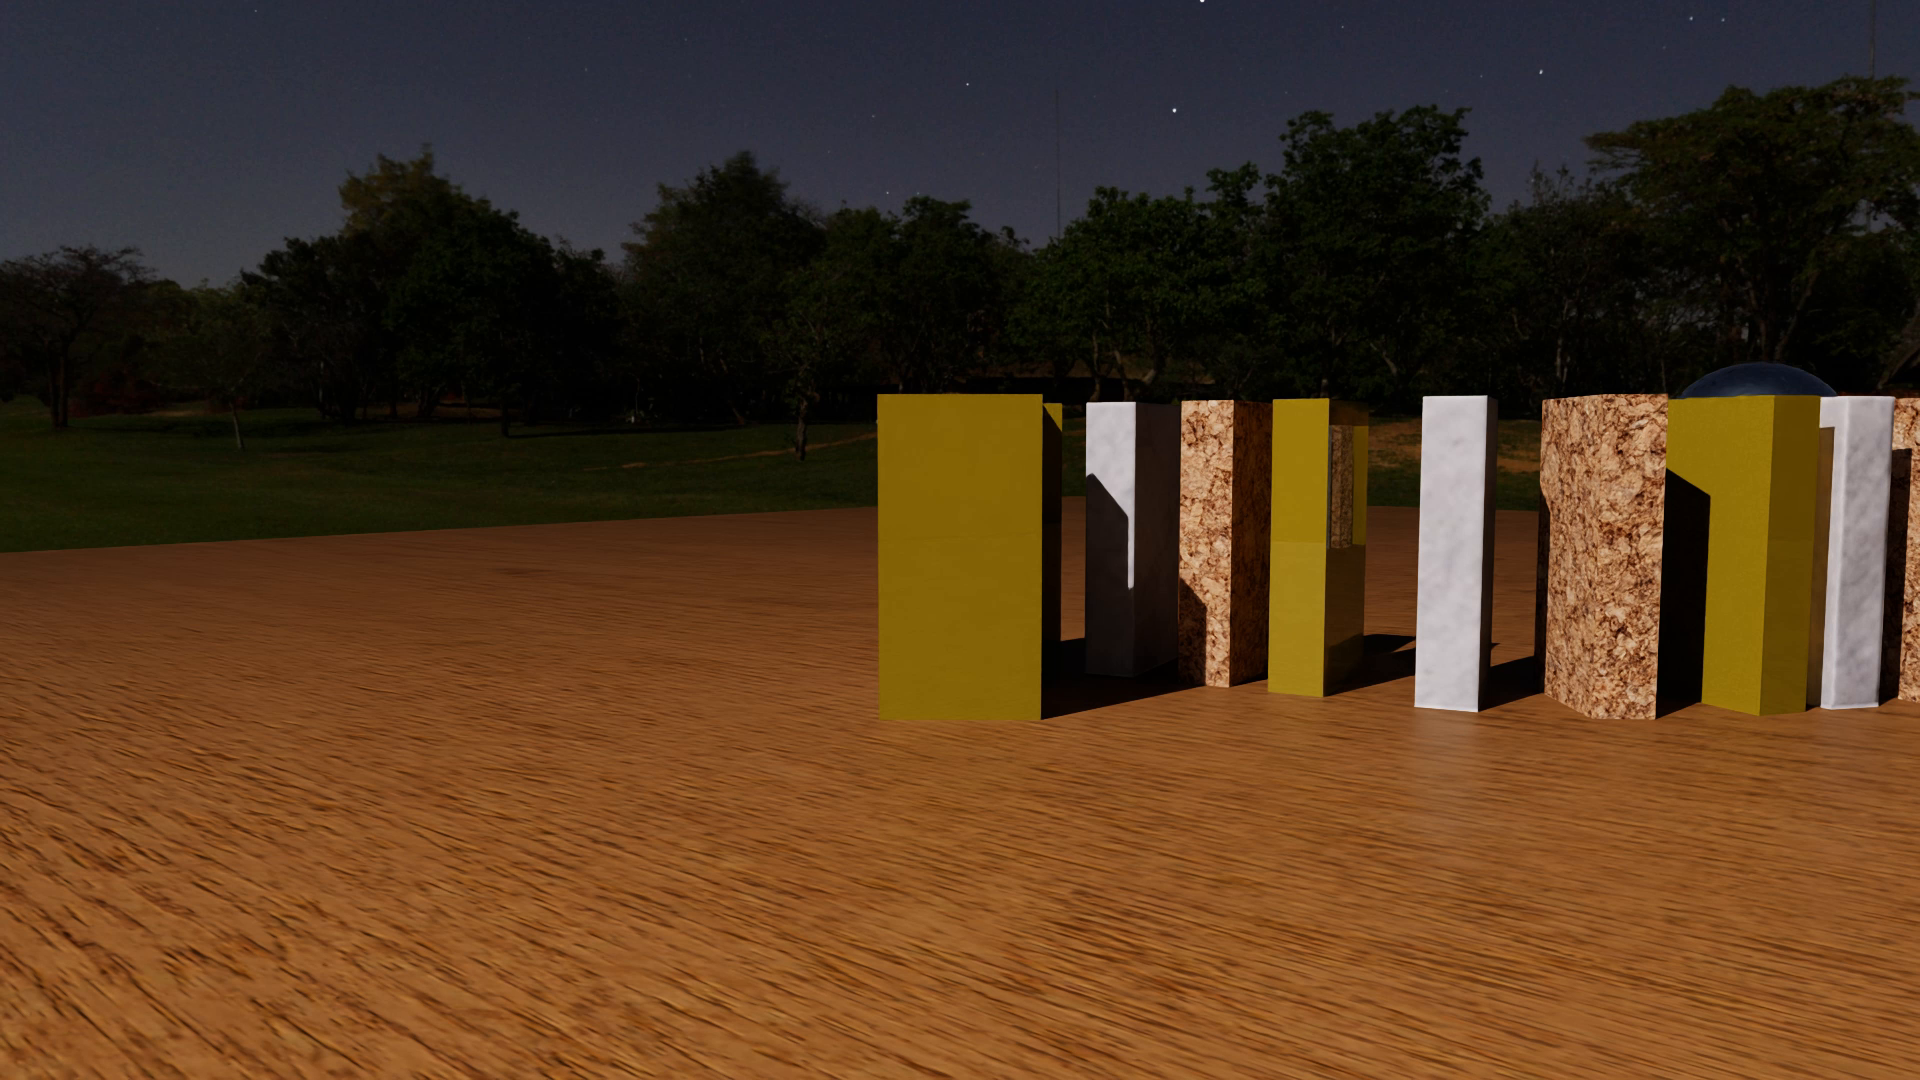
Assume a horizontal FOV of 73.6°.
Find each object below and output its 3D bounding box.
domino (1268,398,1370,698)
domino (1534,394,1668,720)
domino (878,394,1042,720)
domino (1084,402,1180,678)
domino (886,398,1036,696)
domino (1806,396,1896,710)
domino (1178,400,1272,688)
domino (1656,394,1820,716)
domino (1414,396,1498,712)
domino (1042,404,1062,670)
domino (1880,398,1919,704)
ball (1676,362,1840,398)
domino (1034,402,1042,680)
[{"bbox_3d":[0.064,0.001,0.227,0.009,0.050,0.025,3,5,32],"label":"domino"},{"bbox_3d":[0.104,0.002,0.209,0.010,0.050,0.025,0,4,5],"label":"domino"},{"bbox_3d":[0.000,0.002,0.201,0.025,0.050,0.010,0,4,0],"label":"domino"},{"bbox_3d":[0.033,-0.001,0.245,0.009,0.050,0.025,2,5,28],"label":"domino"},{"bbox_3d":[0.000,0.001,0.221,0.025,0.050,0.009,0,4,3],"label":"domino"},{"bbox_3d":[0.141,0.001,0.217,0.009,0.050,0.025,-1,4,-14],"label":"domino"},{"bbox_3d":[0.050,0.000,0.236,0.009,0.050,0.025,3,5,32],"label":"domino"},{"bbox_3d":[0.126,0.002,0.212,0.010,0.050,0.025,-1,4,-17],"label":"domino"},{"bbox_3d":[0.084,0.001,0.215,0.009,0.050,0.025,2,5,26],"label":"domino"},{"bbox_3d":[0.015,-0.001,0.252,0.009,0.050,0.025,0,4,2],"label":"domino"},{"bbox_3d":[0.161,0.001,0.220,0.010,0.050,0.025,-1,4,-9],"label":"domino"},{"bbox_3d":[0.365,-0.042,0.590,0.080,0.080,0.080,0,4,0],"label":"ball"},{"bbox_3d":[0.002,0.000,0.236,0.025,0.050,0.010,1,4,11],"label":"domino"}]
